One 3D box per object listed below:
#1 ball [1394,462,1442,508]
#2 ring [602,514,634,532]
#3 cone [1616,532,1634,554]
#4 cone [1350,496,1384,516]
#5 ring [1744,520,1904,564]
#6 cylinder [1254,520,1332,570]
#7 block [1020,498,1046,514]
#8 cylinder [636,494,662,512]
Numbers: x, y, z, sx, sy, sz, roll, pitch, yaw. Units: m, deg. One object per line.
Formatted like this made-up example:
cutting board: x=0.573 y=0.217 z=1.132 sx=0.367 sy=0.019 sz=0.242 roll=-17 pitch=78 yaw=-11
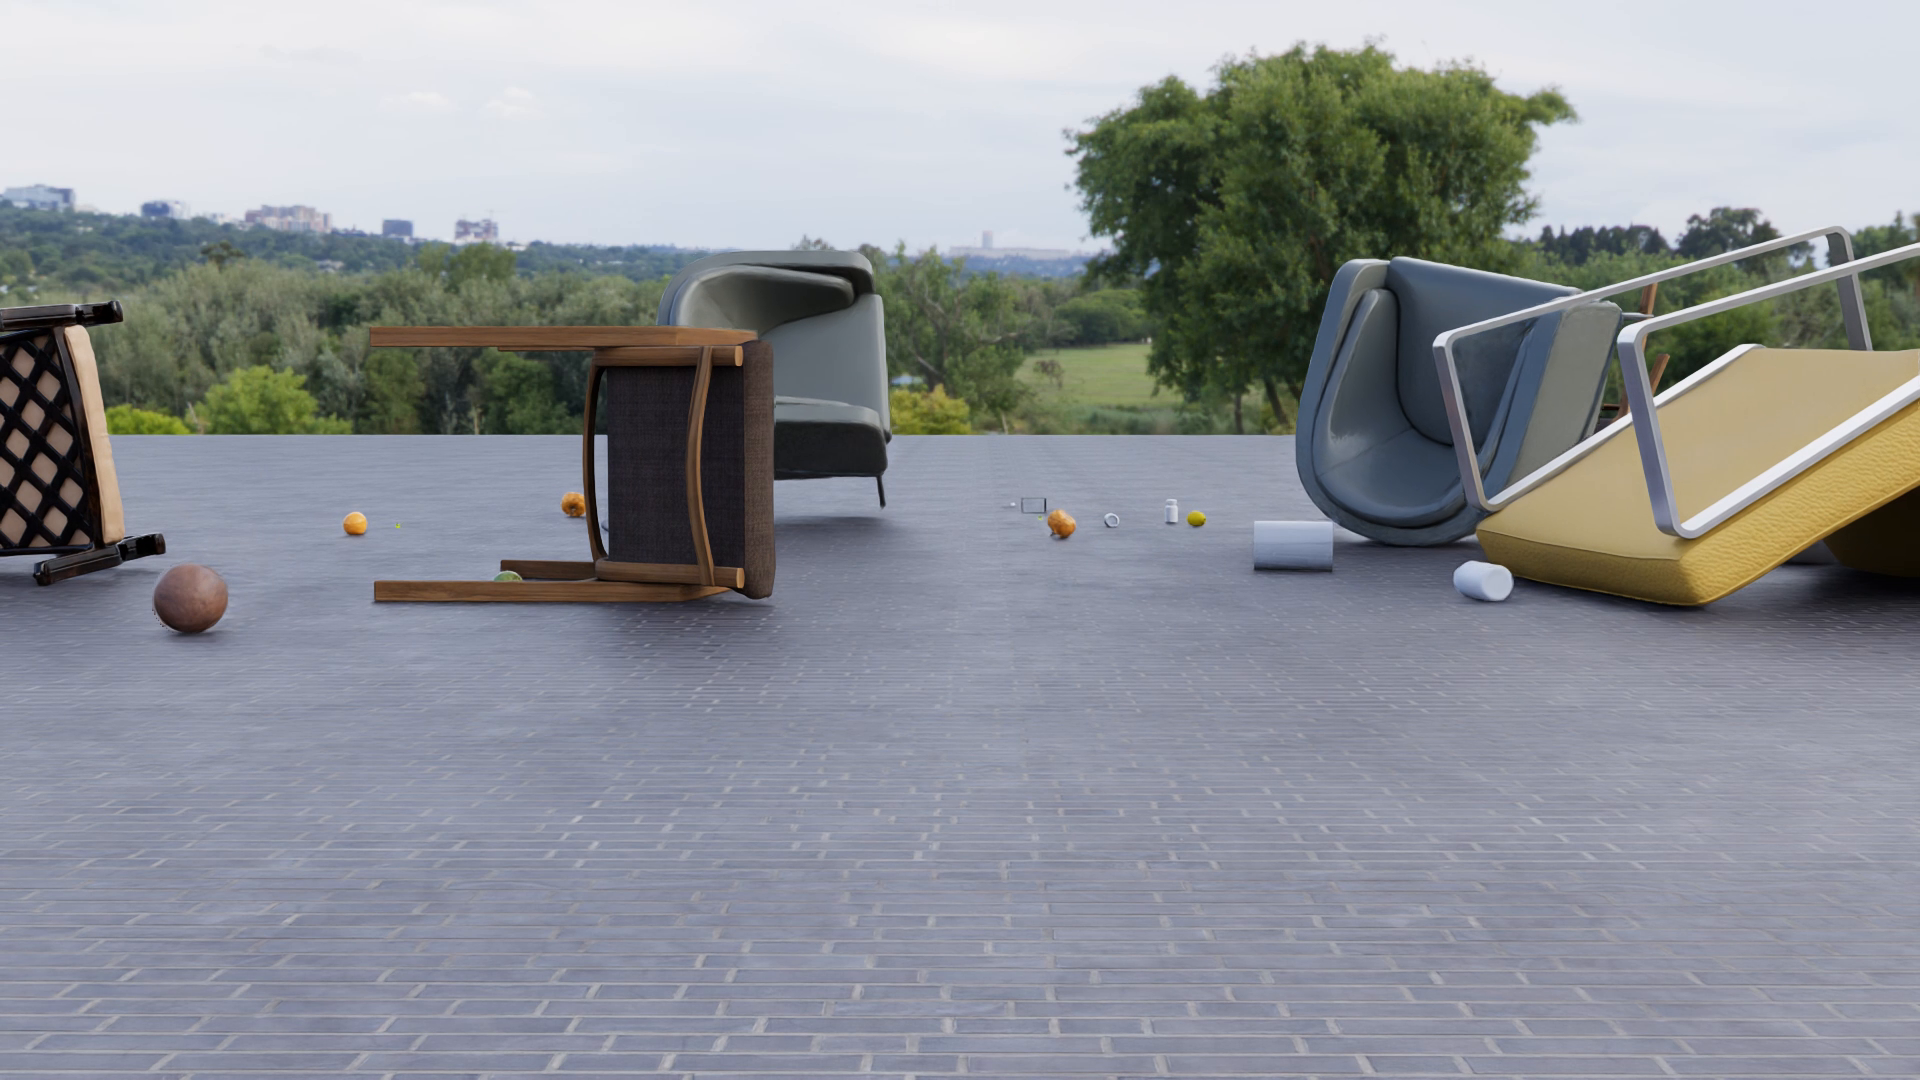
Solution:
ball: x=1.726 y=-0.209 z=8.290 sx=0.177 sy=0.177 sz=0.177 roll=0 pitch=4 yaw=0
ring: x=-1.082 y=-0.055 z=6.951 sx=0.107 sy=0.057 sz=0.034 roll=-10 pitch=-13 yaw=0
cone: x=1.814 y=0.007 z=5.996 sx=0.051 sy=0.062 sz=0.057 roll=1 pitch=4 yaw=15
cone: x=1.451 y=-0.122 z=7.839 sx=0.116 sy=0.066 sz=0.120 roll=-2 pitch=5 yaw=-31
ring: x=2.241 y=0.005 z=5.709 sx=0.399 sy=0.105 sz=0.226 roll=1 pitch=6 yaw=4
cylinder: x=0.826 y=0.014 z=5.452 sx=0.192 sy=0.123 sz=0.091 roll=1 pitch=12 yaw=8
block: x=0.267 y=-0.125 z=7.985 sx=0.084 sy=0.053 sz=0.059 roll=-1 pitch=4 yaw=-8
cylinder: x=-1.136 y=-0.134 z=8.028 sx=0.103 sy=0.063 sz=0.080 roll=-3 pitch=5 yaw=-39
